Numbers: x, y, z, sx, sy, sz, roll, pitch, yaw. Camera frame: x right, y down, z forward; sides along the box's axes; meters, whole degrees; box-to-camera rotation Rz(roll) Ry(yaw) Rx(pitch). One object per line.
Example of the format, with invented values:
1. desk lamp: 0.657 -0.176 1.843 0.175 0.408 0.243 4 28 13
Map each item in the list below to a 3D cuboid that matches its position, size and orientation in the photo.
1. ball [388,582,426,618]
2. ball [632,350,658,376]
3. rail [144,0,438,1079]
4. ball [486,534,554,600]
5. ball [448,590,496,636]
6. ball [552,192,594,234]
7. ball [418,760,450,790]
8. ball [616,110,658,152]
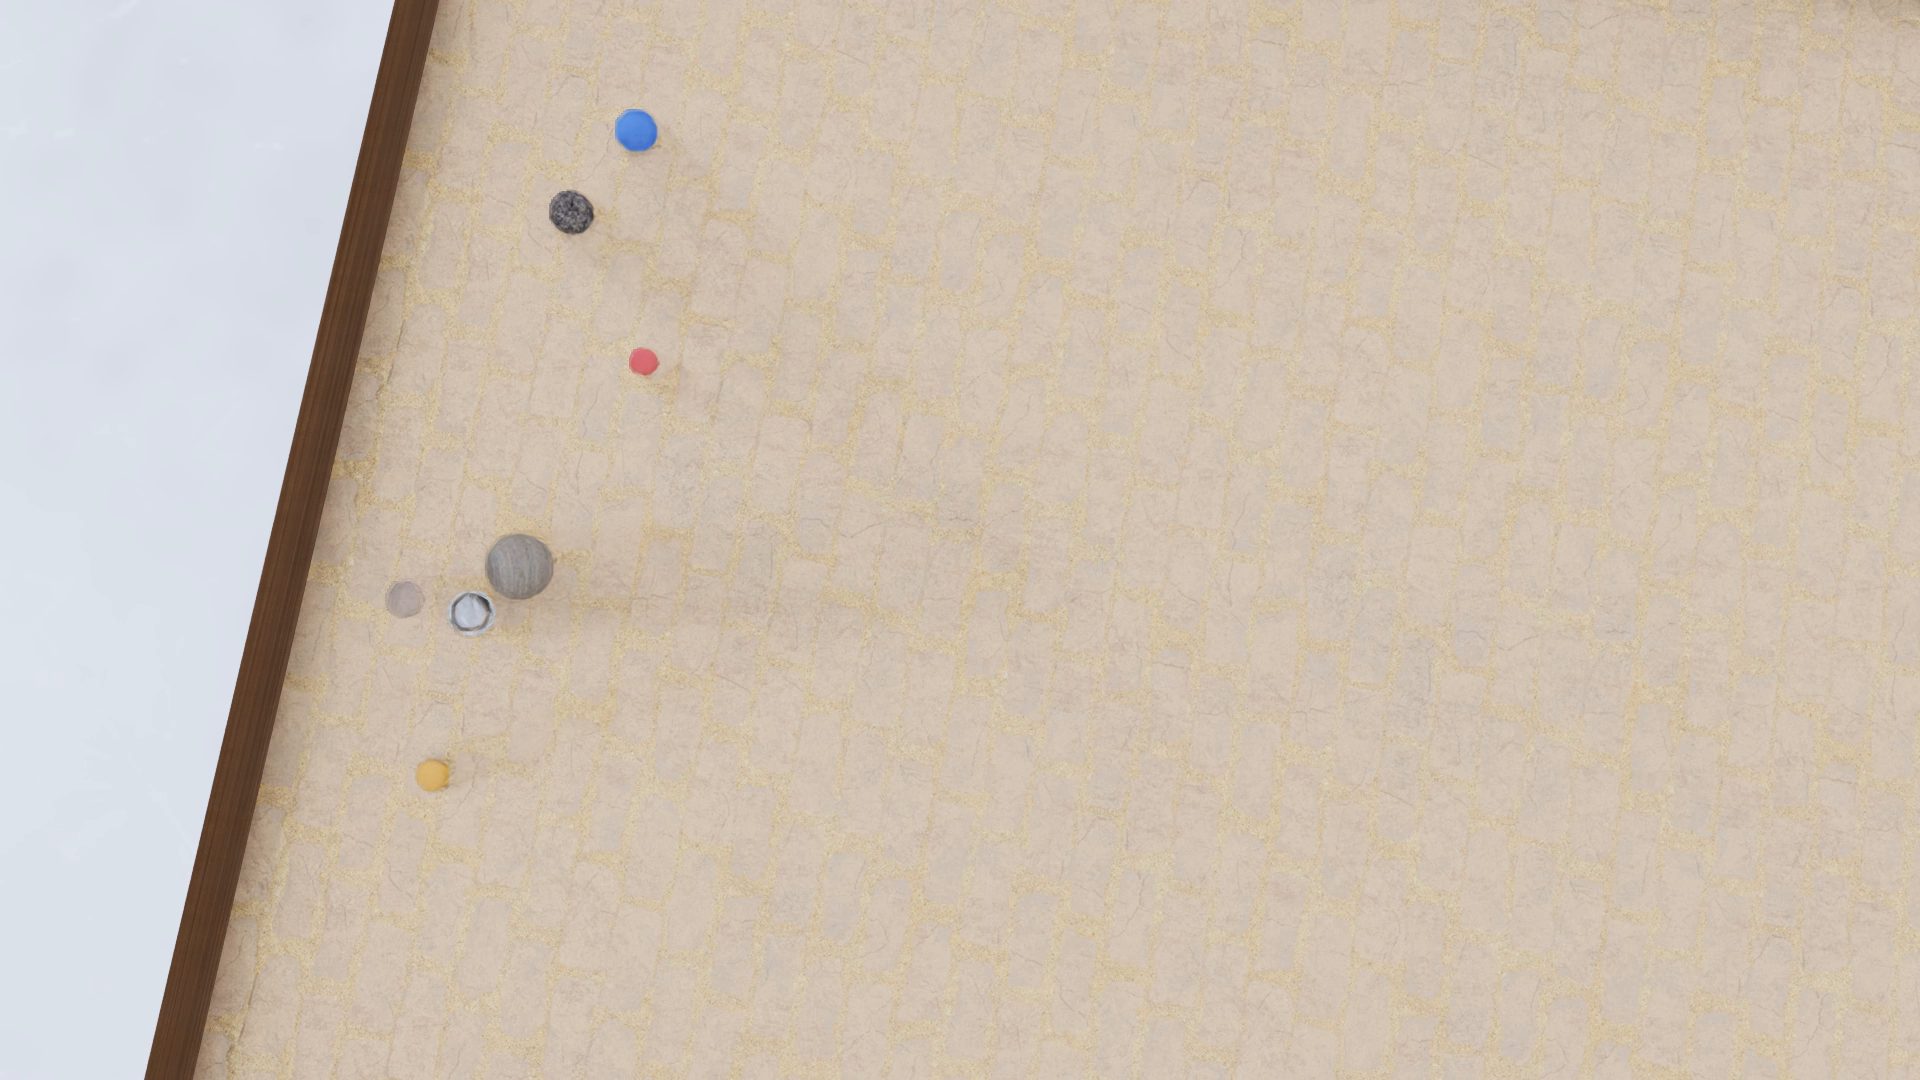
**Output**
1. ball: -0.825 0.088 3.277 0.054 0.054 0.054 0 80 0
2. ball: -0.479 -0.270 3.347 0.041 0.041 0.041 0 80 0
3. rail: -0.947 -0.168 3.283 0.045 0.128 2.323 10 80 2
4. ball: -0.652 0.040 3.263 0.099 0.099 0.099 0 80 0
5. ball: -0.726 0.109 3.265 0.069 0.069 0.069 0 80 0
6. ball: -0.595 -0.502 3.376 0.065 0.065 0.065 0 80 0
7. ball: -0.774 0.346 3.235 0.046 0.046 0.046 0 80 0
8. ball: -0.499 -0.632 3.399 0.063 0.063 0.063 0 80 0
